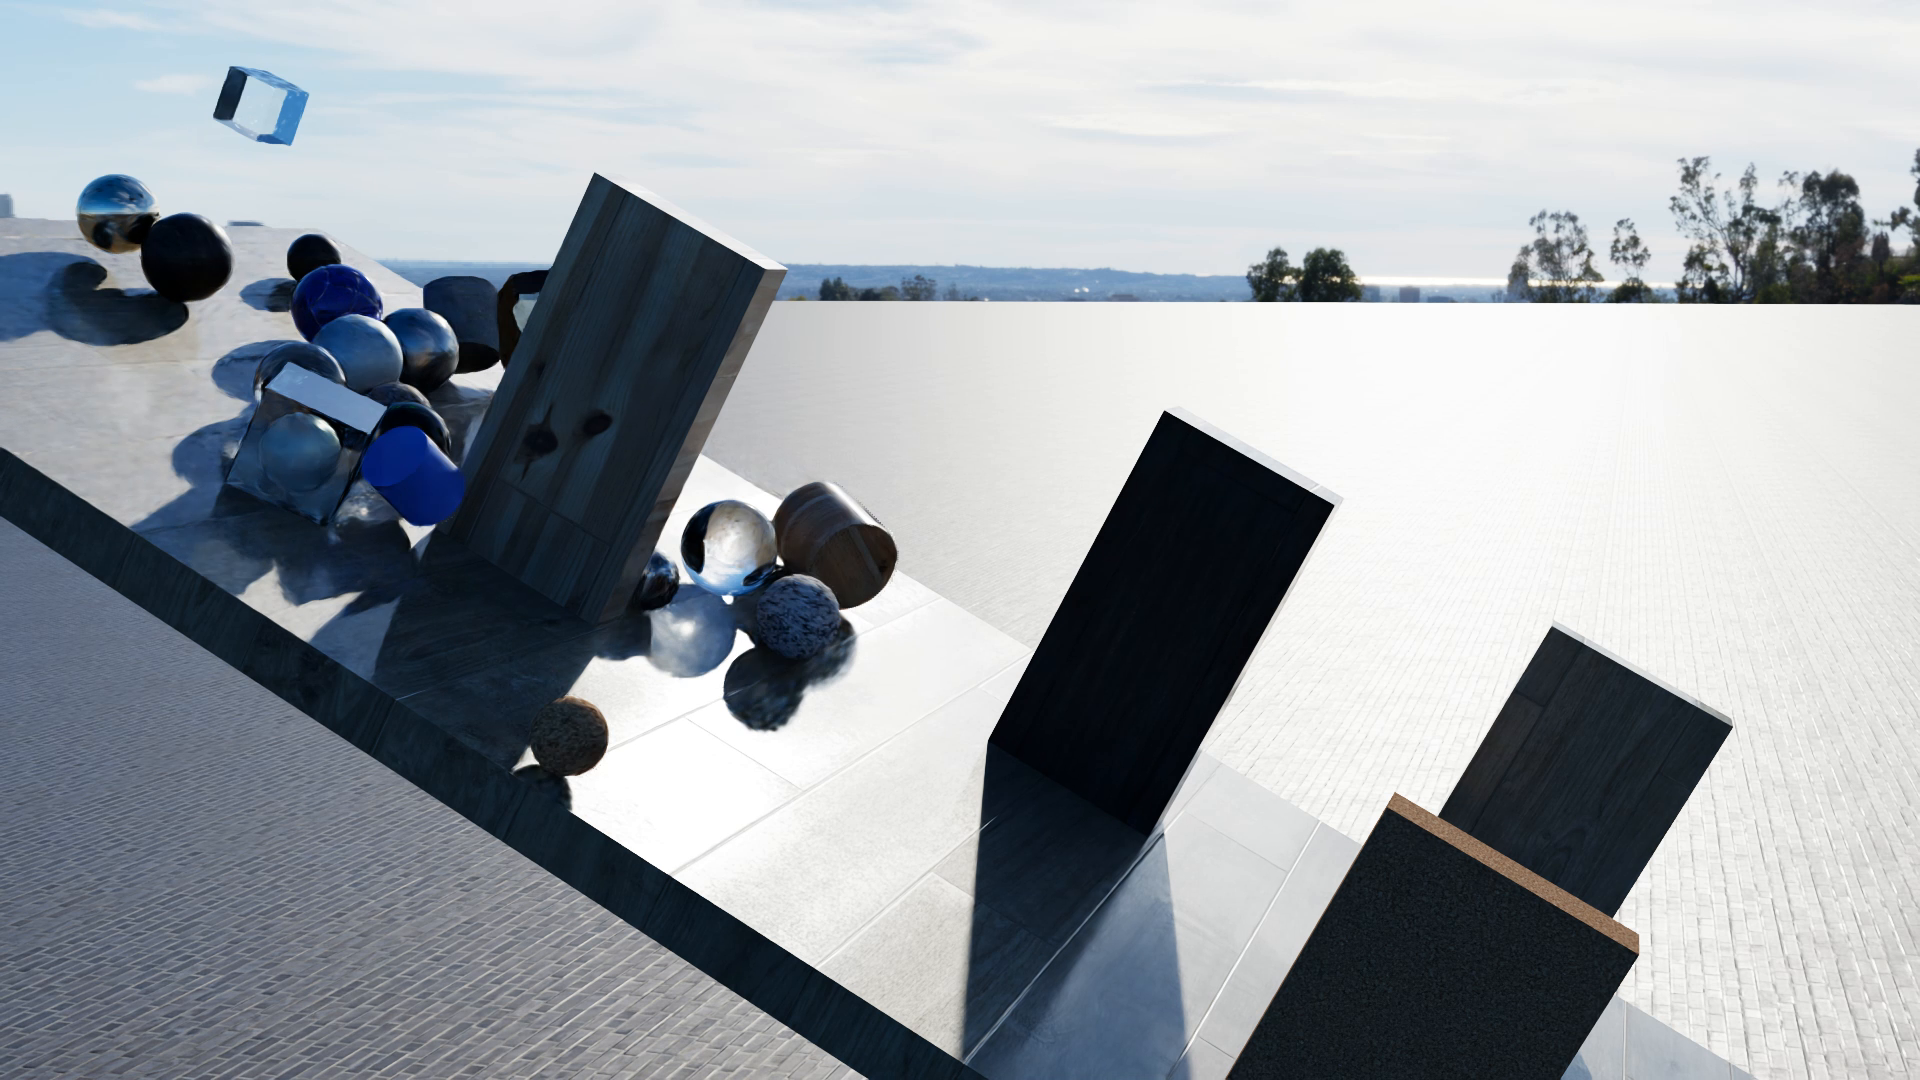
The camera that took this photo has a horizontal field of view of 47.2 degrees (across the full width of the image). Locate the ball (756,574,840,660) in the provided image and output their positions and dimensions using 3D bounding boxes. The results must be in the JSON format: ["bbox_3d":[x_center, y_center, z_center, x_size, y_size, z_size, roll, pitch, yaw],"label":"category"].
[{"bbox_3d":[-0.311,0.148,4.226,0.163,0.163,0.163,0,7,0],"label":"ball"}]

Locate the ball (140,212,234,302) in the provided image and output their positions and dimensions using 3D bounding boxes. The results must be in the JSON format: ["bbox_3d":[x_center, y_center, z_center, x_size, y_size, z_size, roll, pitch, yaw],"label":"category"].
[{"bbox_3d":[-1.561,-0.570,4.444,0.181,0.181,0.181,0,7,0],"label":"ball"}]

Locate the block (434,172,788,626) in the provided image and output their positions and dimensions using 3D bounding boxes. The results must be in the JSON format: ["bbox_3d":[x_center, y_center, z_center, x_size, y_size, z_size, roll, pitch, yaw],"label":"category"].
[{"bbox_3d":[-0.626,-0.248,3.913,0.360,0.715,0.103,30,14,12],"label":"block"}]

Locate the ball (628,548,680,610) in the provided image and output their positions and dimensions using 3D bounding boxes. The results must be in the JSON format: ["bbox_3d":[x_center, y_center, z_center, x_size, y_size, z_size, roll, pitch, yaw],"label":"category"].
[{"bbox_3d":[-0.581,0.071,4.092,0.119,0.119,0.119,0,7,0],"label":"ball"}]

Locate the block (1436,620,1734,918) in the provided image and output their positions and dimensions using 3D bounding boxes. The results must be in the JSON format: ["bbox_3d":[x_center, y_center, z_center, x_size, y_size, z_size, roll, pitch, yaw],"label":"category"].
[{"bbox_3d":[1.203,0.560,4.458,0.395,0.689,0.087,30,14,12],"label":"block"}]

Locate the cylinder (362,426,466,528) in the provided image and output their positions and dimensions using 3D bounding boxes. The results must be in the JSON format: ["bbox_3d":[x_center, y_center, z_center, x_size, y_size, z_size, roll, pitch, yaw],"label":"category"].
[{"bbox_3d":[-0.965,-0.112,3.888,0.130,0.130,0.130,3,-31,25],"label":"cylinder"}]

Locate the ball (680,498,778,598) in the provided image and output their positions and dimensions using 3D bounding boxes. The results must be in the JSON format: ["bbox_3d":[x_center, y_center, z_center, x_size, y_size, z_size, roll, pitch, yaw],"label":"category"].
[{"bbox_3d":[-0.457,0.016,4.360,0.195,0.195,0.195,0,7,0],"label":"ball"}]

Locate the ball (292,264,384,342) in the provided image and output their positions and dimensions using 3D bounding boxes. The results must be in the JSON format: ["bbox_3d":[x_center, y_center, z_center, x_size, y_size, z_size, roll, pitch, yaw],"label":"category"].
[{"bbox_3d":[-1.300,-0.483,4.595,0.187,0.187,0.187,0,7,0],"label":"ball"}]

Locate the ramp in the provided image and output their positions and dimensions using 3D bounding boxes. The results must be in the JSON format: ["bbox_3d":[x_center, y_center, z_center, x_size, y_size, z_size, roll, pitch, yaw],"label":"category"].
[{"bbox_3d":[-0.222,0.368,4.147,4.000,0.100,2.000,30,14,12],"label":"ramp"}]

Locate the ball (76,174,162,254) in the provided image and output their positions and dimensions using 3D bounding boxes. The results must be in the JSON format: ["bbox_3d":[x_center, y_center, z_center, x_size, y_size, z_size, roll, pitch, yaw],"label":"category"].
[{"bbox_3d":[-1.707,-0.661,4.461,0.163,0.163,0.163,0,7,0],"label":"ball"}]

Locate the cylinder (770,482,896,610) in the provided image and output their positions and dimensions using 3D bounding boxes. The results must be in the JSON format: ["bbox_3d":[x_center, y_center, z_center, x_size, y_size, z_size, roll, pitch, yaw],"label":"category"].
[{"bbox_3d":[-0.273,0.012,4.693,0.203,0.203,0.203,-4,29,-32],"label":"cylinder"}]

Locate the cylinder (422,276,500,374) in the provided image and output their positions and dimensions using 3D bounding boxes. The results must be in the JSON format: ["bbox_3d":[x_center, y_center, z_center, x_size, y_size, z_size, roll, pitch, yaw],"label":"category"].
[{"bbox_3d":[-1.095,-0.472,4.827,0.161,0.161,0.161,-6,-19,-2],"label":"cylinder"}]

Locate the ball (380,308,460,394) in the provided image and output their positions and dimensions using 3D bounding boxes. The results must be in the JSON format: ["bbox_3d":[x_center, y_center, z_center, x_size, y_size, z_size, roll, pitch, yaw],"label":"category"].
[{"bbox_3d":[-1.138,-0.393,4.584,0.184,0.184,0.184,0,7,0],"label":"ball"}]

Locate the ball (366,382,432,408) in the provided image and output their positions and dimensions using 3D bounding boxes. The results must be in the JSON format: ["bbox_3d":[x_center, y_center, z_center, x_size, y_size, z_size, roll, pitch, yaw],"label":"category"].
[{"bbox_3d":[-1.080,-0.232,4.211,0.139,0.139,0.139,0,7,0],"label":"ball"}]

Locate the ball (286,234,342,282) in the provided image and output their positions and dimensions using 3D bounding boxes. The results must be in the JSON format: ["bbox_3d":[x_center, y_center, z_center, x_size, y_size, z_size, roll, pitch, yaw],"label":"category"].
[{"bbox_3d":[-1.460,-0.631,4.971,0.122,0.122,0.122,0,7,0],"label":"ball"}]

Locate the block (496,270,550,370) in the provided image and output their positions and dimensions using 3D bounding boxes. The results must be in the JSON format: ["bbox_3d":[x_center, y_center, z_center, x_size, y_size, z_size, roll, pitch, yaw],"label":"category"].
[{"bbox_3d":[-0.927,-0.482,4.985,0.197,0.197,0.197,-14,-13,-35],"label":"block"}]

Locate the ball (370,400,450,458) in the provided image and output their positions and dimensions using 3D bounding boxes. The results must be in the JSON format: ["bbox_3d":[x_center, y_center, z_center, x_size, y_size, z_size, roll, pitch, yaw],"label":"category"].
[{"bbox_3d":[-1.027,-0.179,4.081,0.158,0.158,0.158,0,7,0],"label":"ball"}]

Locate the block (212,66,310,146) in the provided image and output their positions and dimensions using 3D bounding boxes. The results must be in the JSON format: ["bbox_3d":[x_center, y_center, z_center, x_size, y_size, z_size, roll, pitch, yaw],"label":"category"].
[{"bbox_3d":[-1.520,-0.945,4.784,0.124,0.124,0.124,28,14,14],"label":"block"}]

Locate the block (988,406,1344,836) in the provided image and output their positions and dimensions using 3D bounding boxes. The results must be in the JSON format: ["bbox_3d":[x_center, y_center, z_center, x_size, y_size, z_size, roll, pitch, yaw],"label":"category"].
[{"bbox_3d":[0.397,0.158,4.288,0.369,0.746,0.139,30,14,12],"label":"block"}]

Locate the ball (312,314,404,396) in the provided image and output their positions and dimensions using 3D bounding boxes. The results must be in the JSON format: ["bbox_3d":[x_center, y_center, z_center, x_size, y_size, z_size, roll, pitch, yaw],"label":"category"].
[{"bbox_3d":[-1.204,-0.358,4.386,0.182,0.182,0.182,0,7,0],"label":"ball"}]

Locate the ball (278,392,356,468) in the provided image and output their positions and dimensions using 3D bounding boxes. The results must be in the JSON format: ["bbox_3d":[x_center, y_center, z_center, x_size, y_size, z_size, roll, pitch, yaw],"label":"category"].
[{"bbox_3d":[-1.156,-0.198,3.953,0.137,0.137,0.137,0,7,0],"label":"ball"}]

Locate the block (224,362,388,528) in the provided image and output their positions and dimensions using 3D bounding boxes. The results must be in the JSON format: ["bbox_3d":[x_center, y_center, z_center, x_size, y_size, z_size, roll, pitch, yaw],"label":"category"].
[{"bbox_3d":[-1.125,-0.166,3.791,0.184,0.184,0.184,25,14,-12],"label":"block"}]

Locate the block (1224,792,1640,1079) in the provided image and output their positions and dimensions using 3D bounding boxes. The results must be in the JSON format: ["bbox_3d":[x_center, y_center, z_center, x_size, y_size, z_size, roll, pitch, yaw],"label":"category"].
[{"bbox_3d":[0.659,0.710,3.182,0.392,0.561,0.100,30,14,12],"label":"block"}]

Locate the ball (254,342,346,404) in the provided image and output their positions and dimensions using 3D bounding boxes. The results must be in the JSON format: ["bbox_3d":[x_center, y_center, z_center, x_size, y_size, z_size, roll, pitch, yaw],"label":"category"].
[{"bbox_3d":[-1.223,-0.285,4.078,0.166,0.166,0.166,0,7,0],"label":"ball"}]

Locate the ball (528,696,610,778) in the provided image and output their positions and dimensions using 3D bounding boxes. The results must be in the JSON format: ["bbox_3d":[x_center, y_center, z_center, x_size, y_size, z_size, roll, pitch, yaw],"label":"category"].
[{"bbox_3d":[-0.584,0.294,3.288,0.119,0.119,0.119,0,7,0],"label":"ball"}]
